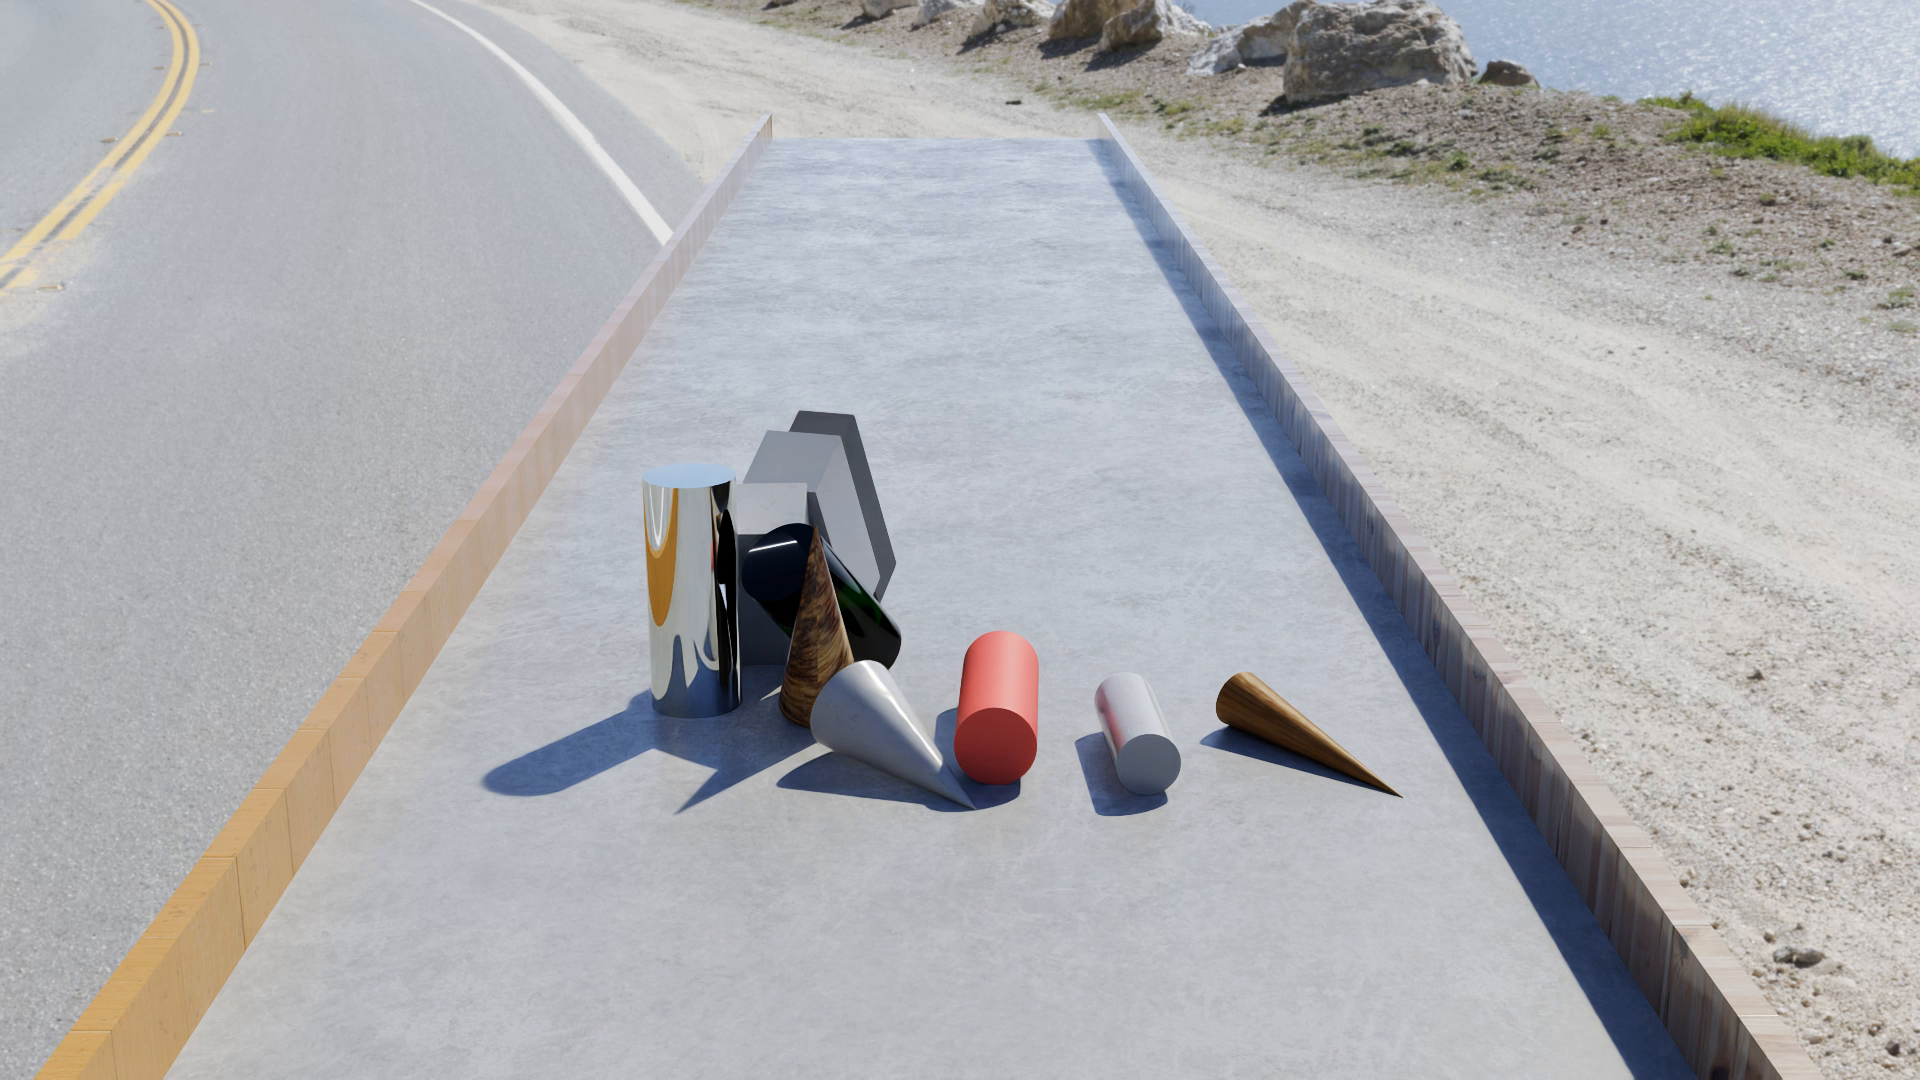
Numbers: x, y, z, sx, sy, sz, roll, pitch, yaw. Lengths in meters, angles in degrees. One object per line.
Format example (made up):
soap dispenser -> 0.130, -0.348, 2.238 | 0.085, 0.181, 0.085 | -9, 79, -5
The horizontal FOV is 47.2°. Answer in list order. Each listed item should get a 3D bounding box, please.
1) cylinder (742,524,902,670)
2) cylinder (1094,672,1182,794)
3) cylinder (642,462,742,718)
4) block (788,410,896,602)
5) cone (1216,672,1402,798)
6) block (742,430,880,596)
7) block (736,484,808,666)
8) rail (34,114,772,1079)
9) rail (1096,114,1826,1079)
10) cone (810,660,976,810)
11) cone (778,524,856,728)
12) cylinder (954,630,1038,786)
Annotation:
cylinder -> -0.260, 0.128, 4.177 | 0.173, 0.321, 0.173 | -16, 50, 20
cylinder -> 0.311, 0.339, 3.891 | 0.112, 0.112, 0.306 | -1, 17, -3
cylinder -> -0.500, 0.094, 4.121 | 0.172, 0.448, 0.172 | 0, 17, 0
block -> -0.254, -0.064, 4.648 | 0.123, 0.453, 0.123 | 6, 49, 19
cone -> 0.635, 0.366, 3.903 | 0.106, 0.106, 0.427 | -11, 27, -34
block -> -0.300, -0.014, 4.501 | 0.158, 0.419, 0.158 | 5, 48, 18
block -> -0.371, 0.070, 4.328 | 0.148, 0.348, 0.148 | -1, 42, -1
rail -> -1.118, -0.838, 7.780 | 0.050, 0.150, 12.000 | 0, 17, -1
rail -> 0.932, -0.844, 7.801 | 0.050, 0.150, 12.000 | 0, 17, -1
cone -> -0.082, 0.375, 3.813 | 0.179, 0.179, 0.364 | -13, 35, -37
cone -> -0.257, 0.135, 3.994 | 0.161, 0.414, 0.161 | 1, 37, 0
cylinder -> 0.069, 0.297, 3.975 | 0.144, 0.144, 0.406 | 1, 17, 2
